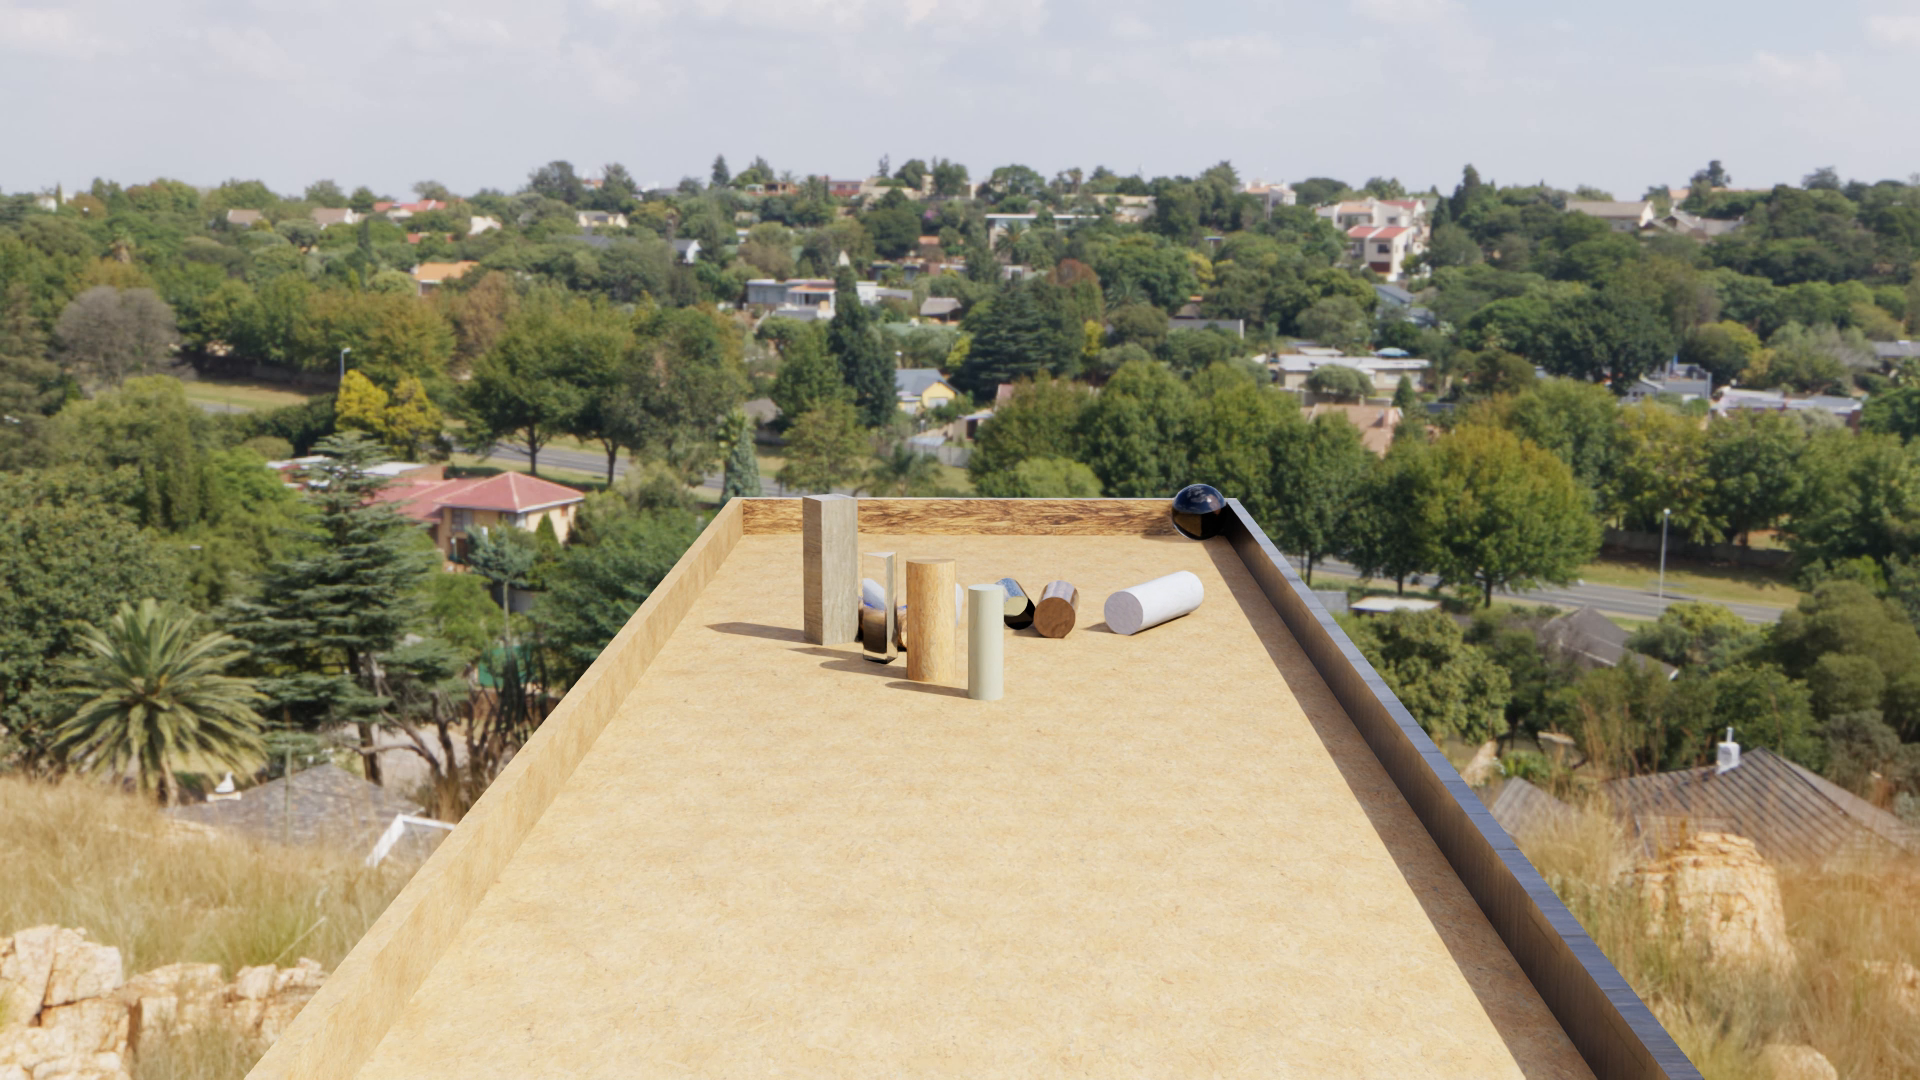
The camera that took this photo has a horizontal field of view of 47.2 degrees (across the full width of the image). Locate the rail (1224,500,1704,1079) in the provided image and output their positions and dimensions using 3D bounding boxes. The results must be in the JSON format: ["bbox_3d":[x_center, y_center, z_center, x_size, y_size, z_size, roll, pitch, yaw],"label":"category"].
[{"bbox_3d":[1.046,0.843,3.208,0.050,0.150,12.000,0,9,1],"label":"rail"}]

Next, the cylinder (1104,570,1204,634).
[{"bbox_3d":[0.643,0.205,7.256,0.144,0.144,0.446,6,11,31],"label":"cylinder"}]

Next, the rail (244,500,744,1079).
[{"bbox_3d":[-1.004,0.839,3.234,0.050,0.150,12.000,0,9,1],"label":"rail"}]

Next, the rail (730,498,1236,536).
[{"bbox_3d":[0.099,-0.098,9.147,2.100,0.150,0.050,0,9,1],"label":"rail"}]

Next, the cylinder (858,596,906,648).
[{"bbox_3d":[-0.236,0.262,6.966,0.122,0.122,0.361,-6,11,-35],"label":"cylinder"}]

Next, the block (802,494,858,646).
[{"bbox_3d":[-0.410,0.092,6.962,0.128,0.459,0.128,-6,11,-32],"label":"block"}]

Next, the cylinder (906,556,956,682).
[{"bbox_3d":[-0.085,0.230,6.443,0.145,0.349,0.145,0,9,0],"label":"cylinder"}]

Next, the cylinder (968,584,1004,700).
[{"bbox_3d":[0.072,0.288,6.193,0.101,0.314,0.101,0,9,0],"label":"cylinder"}]

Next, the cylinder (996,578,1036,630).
[{"bbox_3d":[0.176,0.211,7.319,0.113,0.113,0.331,-1,9,-5],"label":"cylinder"}]

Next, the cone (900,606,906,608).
[{"bbox_3d":[-0.273,0.264,7.181,0.329,0.103,0.103,-4,4,43],"label":"cone"}]

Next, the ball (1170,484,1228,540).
[{"bbox_3d":[0.977,-0.114,8.986,0.233,0.233,0.233,0,9,0],"label":"ball"}]

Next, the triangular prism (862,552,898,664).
[{"bbox_3d":[-0.226,0.203,6.681,0.091,0.327,0.105,-8,12,-42],"label":"triangular prism"}]

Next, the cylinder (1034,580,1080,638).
[{"bbox_3d":[0.317,0.224,7.165,0.134,0.134,0.311,1,9,6],"label":"cylinder"}]

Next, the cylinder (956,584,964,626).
[{"bbox_3d":[-0.054,0.223,7.230,0.117,0.117,0.394,0,9,3],"label":"cylinder"}]
